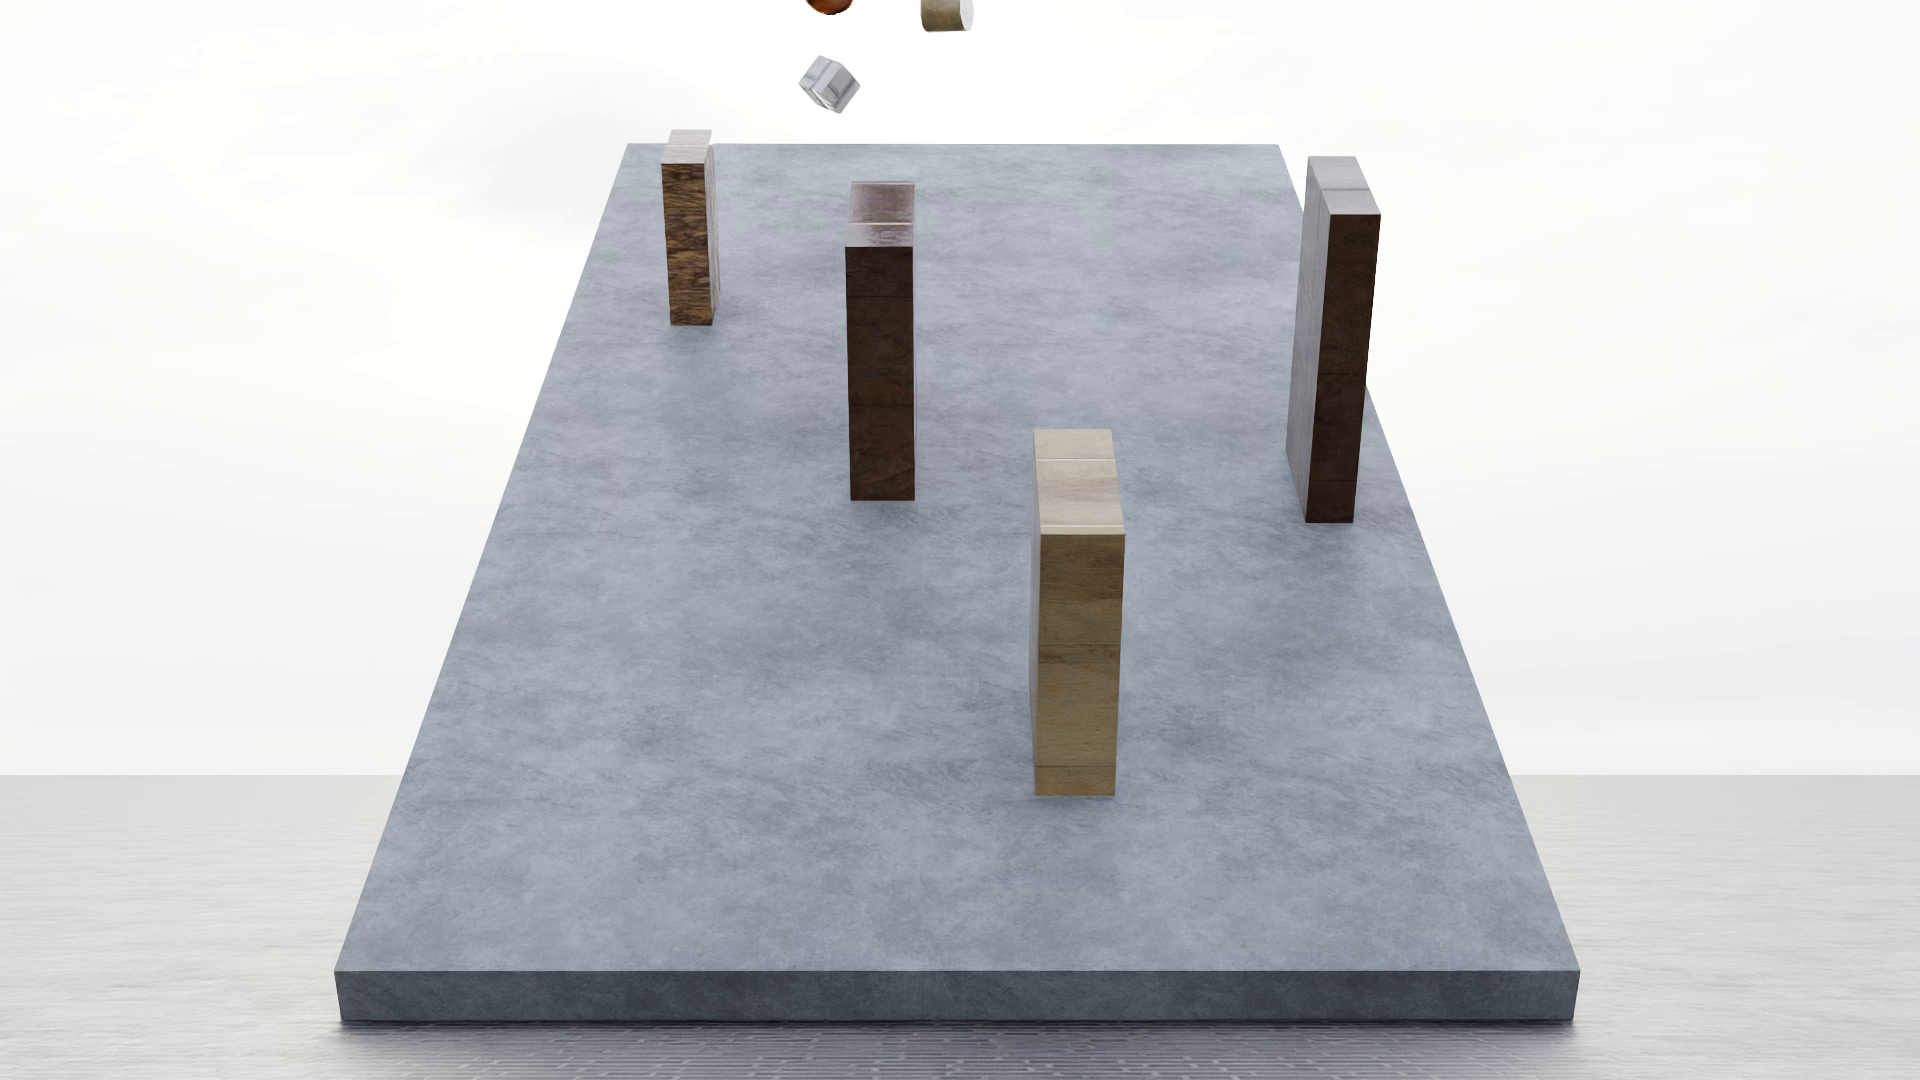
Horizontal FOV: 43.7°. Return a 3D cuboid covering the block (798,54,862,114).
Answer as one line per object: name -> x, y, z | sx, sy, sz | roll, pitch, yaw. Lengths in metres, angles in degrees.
block -> -0.385, -1.343, 7.061 | 0.110, 0.110, 0.110 | 29, -9, 39

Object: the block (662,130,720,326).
block -> -0.686, -0.800, 6.123 | 0.106, 0.435, 0.258 | 0, 29, 0

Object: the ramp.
ramp -> -0.012, -0.220, 5.619 | 2.000, 0.100, 4.000 | 0, 29, 0

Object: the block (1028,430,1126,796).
block -> 0.205, 0.127, 4.322 | 0.142, 0.530, 0.404 | 0, 29, 0

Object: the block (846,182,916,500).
block -> -0.170, -0.442, 5.298 | 0.141, 0.597, 0.392 | 0, 29, 0

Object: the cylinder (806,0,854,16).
cylinder -> -0.367, -1.622, 6.919 | 0.158, 0.158, 0.158 | -1, 33, 8

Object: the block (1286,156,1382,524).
block -> 0.800, -0.432, 5.168 | 0.103, 0.708, 0.353 | 0, 29, 0
